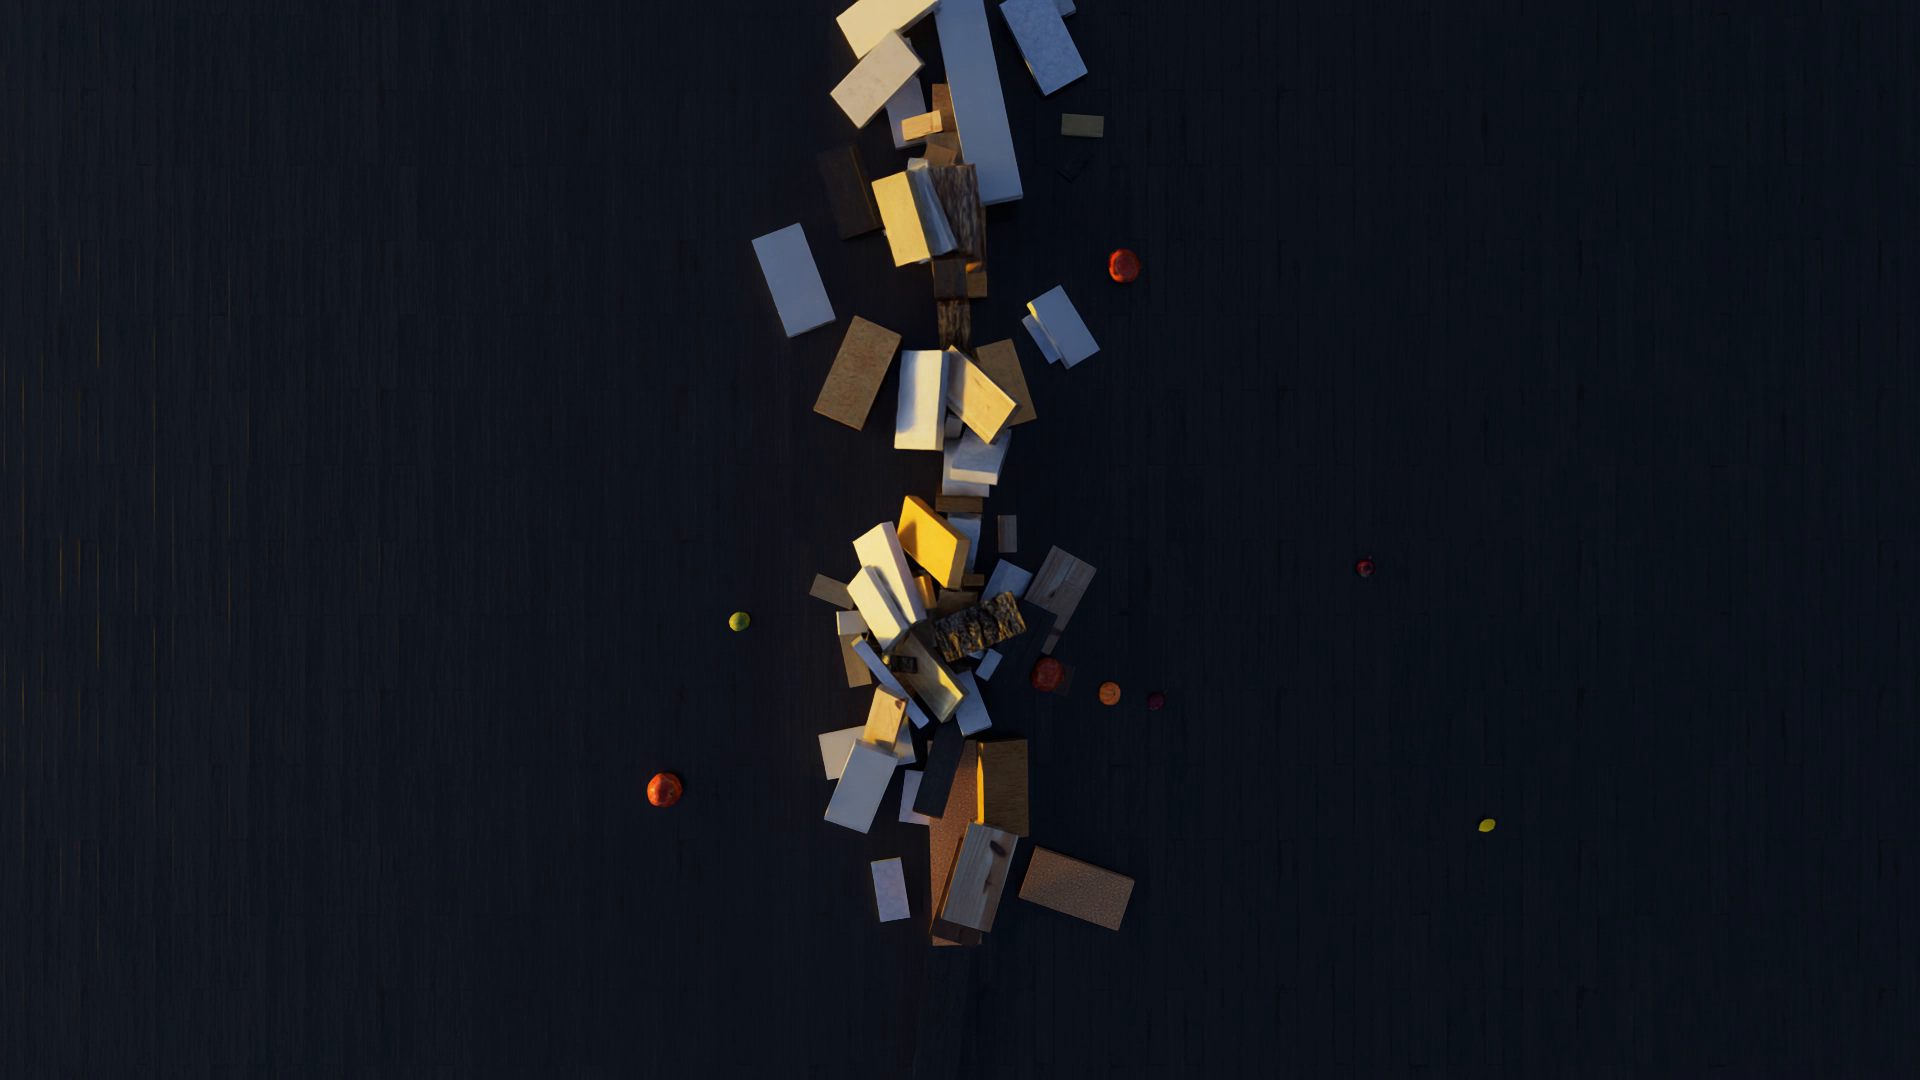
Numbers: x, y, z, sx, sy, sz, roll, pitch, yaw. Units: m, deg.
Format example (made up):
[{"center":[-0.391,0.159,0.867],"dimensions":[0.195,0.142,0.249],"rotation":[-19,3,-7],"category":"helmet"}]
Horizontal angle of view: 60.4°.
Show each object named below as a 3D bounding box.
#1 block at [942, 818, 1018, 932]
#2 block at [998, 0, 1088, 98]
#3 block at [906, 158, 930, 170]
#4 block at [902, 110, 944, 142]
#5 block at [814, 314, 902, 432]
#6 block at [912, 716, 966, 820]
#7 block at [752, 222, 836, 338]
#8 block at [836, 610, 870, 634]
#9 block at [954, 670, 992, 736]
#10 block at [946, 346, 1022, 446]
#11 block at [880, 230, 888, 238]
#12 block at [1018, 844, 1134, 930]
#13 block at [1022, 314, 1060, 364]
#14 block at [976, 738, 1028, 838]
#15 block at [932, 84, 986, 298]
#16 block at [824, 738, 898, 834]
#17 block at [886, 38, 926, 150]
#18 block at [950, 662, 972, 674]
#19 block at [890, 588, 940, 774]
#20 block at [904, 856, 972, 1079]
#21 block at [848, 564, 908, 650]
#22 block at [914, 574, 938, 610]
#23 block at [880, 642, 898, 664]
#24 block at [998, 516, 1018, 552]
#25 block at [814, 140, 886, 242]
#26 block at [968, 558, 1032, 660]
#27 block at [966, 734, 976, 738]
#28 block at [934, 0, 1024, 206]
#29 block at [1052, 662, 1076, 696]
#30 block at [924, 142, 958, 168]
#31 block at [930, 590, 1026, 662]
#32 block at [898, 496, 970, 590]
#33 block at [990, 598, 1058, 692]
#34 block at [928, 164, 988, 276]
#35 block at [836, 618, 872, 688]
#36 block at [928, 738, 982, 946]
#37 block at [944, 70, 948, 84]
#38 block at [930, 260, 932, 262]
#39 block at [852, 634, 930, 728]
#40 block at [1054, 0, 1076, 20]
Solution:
[{"center":[0.064,1.083,5.324],"dimensions":[0.164,0.047,0.328],"rotation":[16,93,-1],"category":"block"},{"center":[0.274,-1.651,5.443],"dimensions":[0.163,0.046,0.327],"rotation":[-29,102,0],"category":"block"},{"center":[-0.142,-1.164,5.338],"dimensions":[0.069,0.020,0.139],"rotation":[9,88,19],"category":"block"},{"center":[-0.122,-1.362,5.427],"dimensions":[0.139,0.020,0.069],"rotation":[-9,87,23],"category":"block"},{"center":[-0.337,-0.550,5.444],"dimensions":[0.170,0.048,0.340],"rotation":[23,87,0],"category":"block"},{"center":[-0.052,0.708,5.333],"dimensions":[0.099,0.028,0.380],"rotation":[15,69,6],"category":"block"},{"center":[-0.550,-0.861,5.476],"dimensions":[0.170,0.048,0.340],"rotation":[-21,90,0],"category":"block"},{"center":[-0.331,0.270,5.467],"dimensions":[0.149,0.021,0.075],"rotation":[-4,90,-18],"category":"block"},{"center":[0.023,0.532,5.373],"dimensions":[0.099,0.028,0.198],"rotation":[-19,69,-7],"category":"block"},{"center":[0.044,-0.474,5.384],"dimensions":[0.324,0.046,0.162],"rotation":[45,111,26],"category":"block"},{"center":[-0.186,-1.078,5.488],"dimensions":[0.088,0.025,0.176],"rotation":[43,90,0],"category":"block"},{"center":[0.386,1.155,5.475],"dimensions":[0.347,0.049,0.173],"rotation":[19,90,0],"category":"block"},{"center":[0.289,-0.681,5.488],"dimensions":[0.088,0.025,0.176],"rotation":[-33,90,0],"category":"block"},{"center":[0.140,0.814,5.390],"dimensions":[0.160,0.045,0.320],"rotation":[-2,93,-23],"category":"block"},{"center":[-0.001,-1.151,5.448],"dimensions":[0.171,0.048,0.700],"rotation":[-1,90,0],"category":"block"},{"center":[-0.324,0.810,5.420],"dimensions":[0.150,0.043,0.301],"rotation":[20,110,-7],"category":"block"},{"center":[-0.190,-1.483,5.482],"dimensions":[0.126,0.036,0.348],"rotation":[-13,90,0],"category":"block"},{"center":[-0.003,0.472,5.458],"dimensions":[0.070,0.020,0.140],"rotation":[4,117,-1],"category":"block"},{"center":[-0.189,0.458,5.485],"dimensions":[0.108,0.030,0.627],"rotation":[15,90,0],"category":"block"},{"center":[-0.084,1.662,5.475],"dimensions":[0.173,0.049,1.426],"rotation":[6,90,0],"category":"block"},{"center":[-0.270,0.221,5.386],"dimensions":[0.036,0.126,0.253],"rotation":[-14,64,-42],"category":"block"},{"center":[-0.164,0.184,5.390],"dimensions":[0.030,0.215,0.108],"rotation":[-13,88,-41],"category":"block"},{"center":[-0.234,0.359,5.475],"dimensions":[0.015,0.052,0.104],"rotation":[17,90,-36],"category":"block"},{"center":[0.157,-0.020,5.491],"dimensions":[0.062,0.017,0.123],"rotation":[-1,90,0],"category":"block"},{"center":[-0.363,-1.154,5.465],"dimensions":[0.151,0.043,0.302],"rotation":[-18,85,1],"category":"block"},{"center":[0.115,0.234,5.418],"dimensions":[0.047,0.164,0.329],"rotation":[26,90,32],"category":"block"},{"center":[0.013,0.632,5.467],"dimensions":[0.077,0.022,0.155],"rotation":[7,106,-1],"category":"block"},{"center":[0.052,-1.455,5.366],"dimensions":[0.163,0.046,0.740],"rotation":[-11,84,-1],"category":"block"},{"center":[0.346,0.465,5.493],"dimensions":[0.052,0.015,0.104],"rotation":[17,90,0],"category":"block"},{"center":[-0.088,-1.178,5.359],"dimensions":[0.100,0.028,0.200],"rotation":[20,92,5],"category":"block"},{"center":[0.062,0.280,5.316],"dimensions":[0.277,0.039,0.139],"rotation":[-22,86,3],"category":"block"},{"center":[-0.091,0.004,5.291],"dimensions":[0.046,0.416,0.162],"rotation":[4,108,-27],"category":"block"},{"center":[0.199,0.344,5.435],"dimensions":[0.139,0.039,0.277],"rotation":[25,95,0],"category":"block"},{"center":[-0.020,-1.029,5.311],"dimensions":[0.171,0.048,0.341],"rotation":[-1,108,17],"category":"block"},{"center":[-0.353,0.369,5.489],"dimensions":[0.075,0.021,0.235],"rotation":[-11,90,0],"category":"block"},{"center":[-0.018,0.989,5.411],"dimensions":[0.160,0.045,0.677],"rotation":[-2,93,0],"category":"block"},{"center":[0.000,-1.352,5.486],"dimensions":[0.100,0.028,0.948],"rotation":[0,90,0],"category":"block"},{"center":[-0.046,-0.938,5.415],"dimensions":[0.119,0.017,0.059],"rotation":[9,90,0],"category":"block"},{"center":[-0.228,0.462,5.385],"dimensions":[0.043,0.150,0.344],"rotation":[-39,95,-3],"category":"block"},{"center":[0.246,-1.856,5.479],"dimensions":[0.151,0.043,0.302],"rotation":[-28,90,0],"category":"block"}]
